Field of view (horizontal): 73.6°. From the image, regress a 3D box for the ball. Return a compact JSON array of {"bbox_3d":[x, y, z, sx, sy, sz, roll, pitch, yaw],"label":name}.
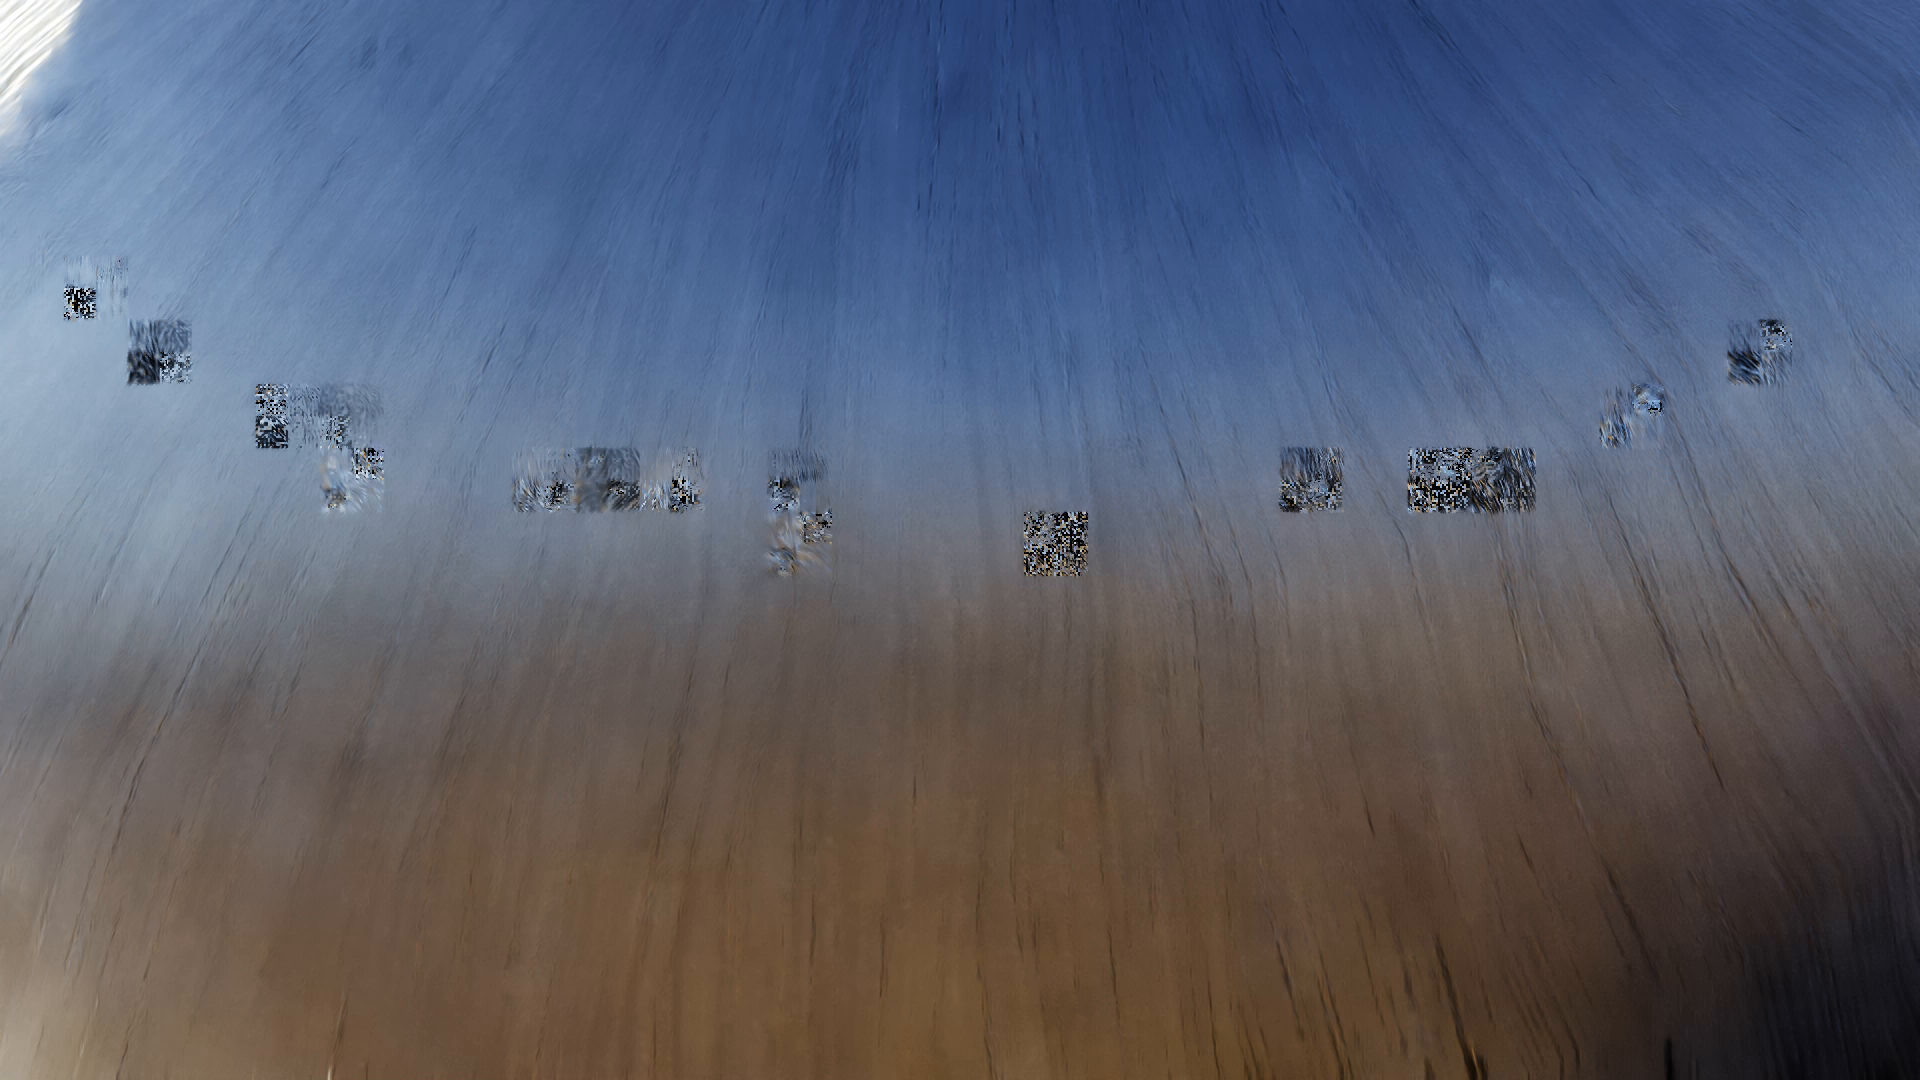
[{"bbox_3d":[0.000,-0.002,0.056,0.080,0.080,0.080,0,4,0],"label":"ball"}]
